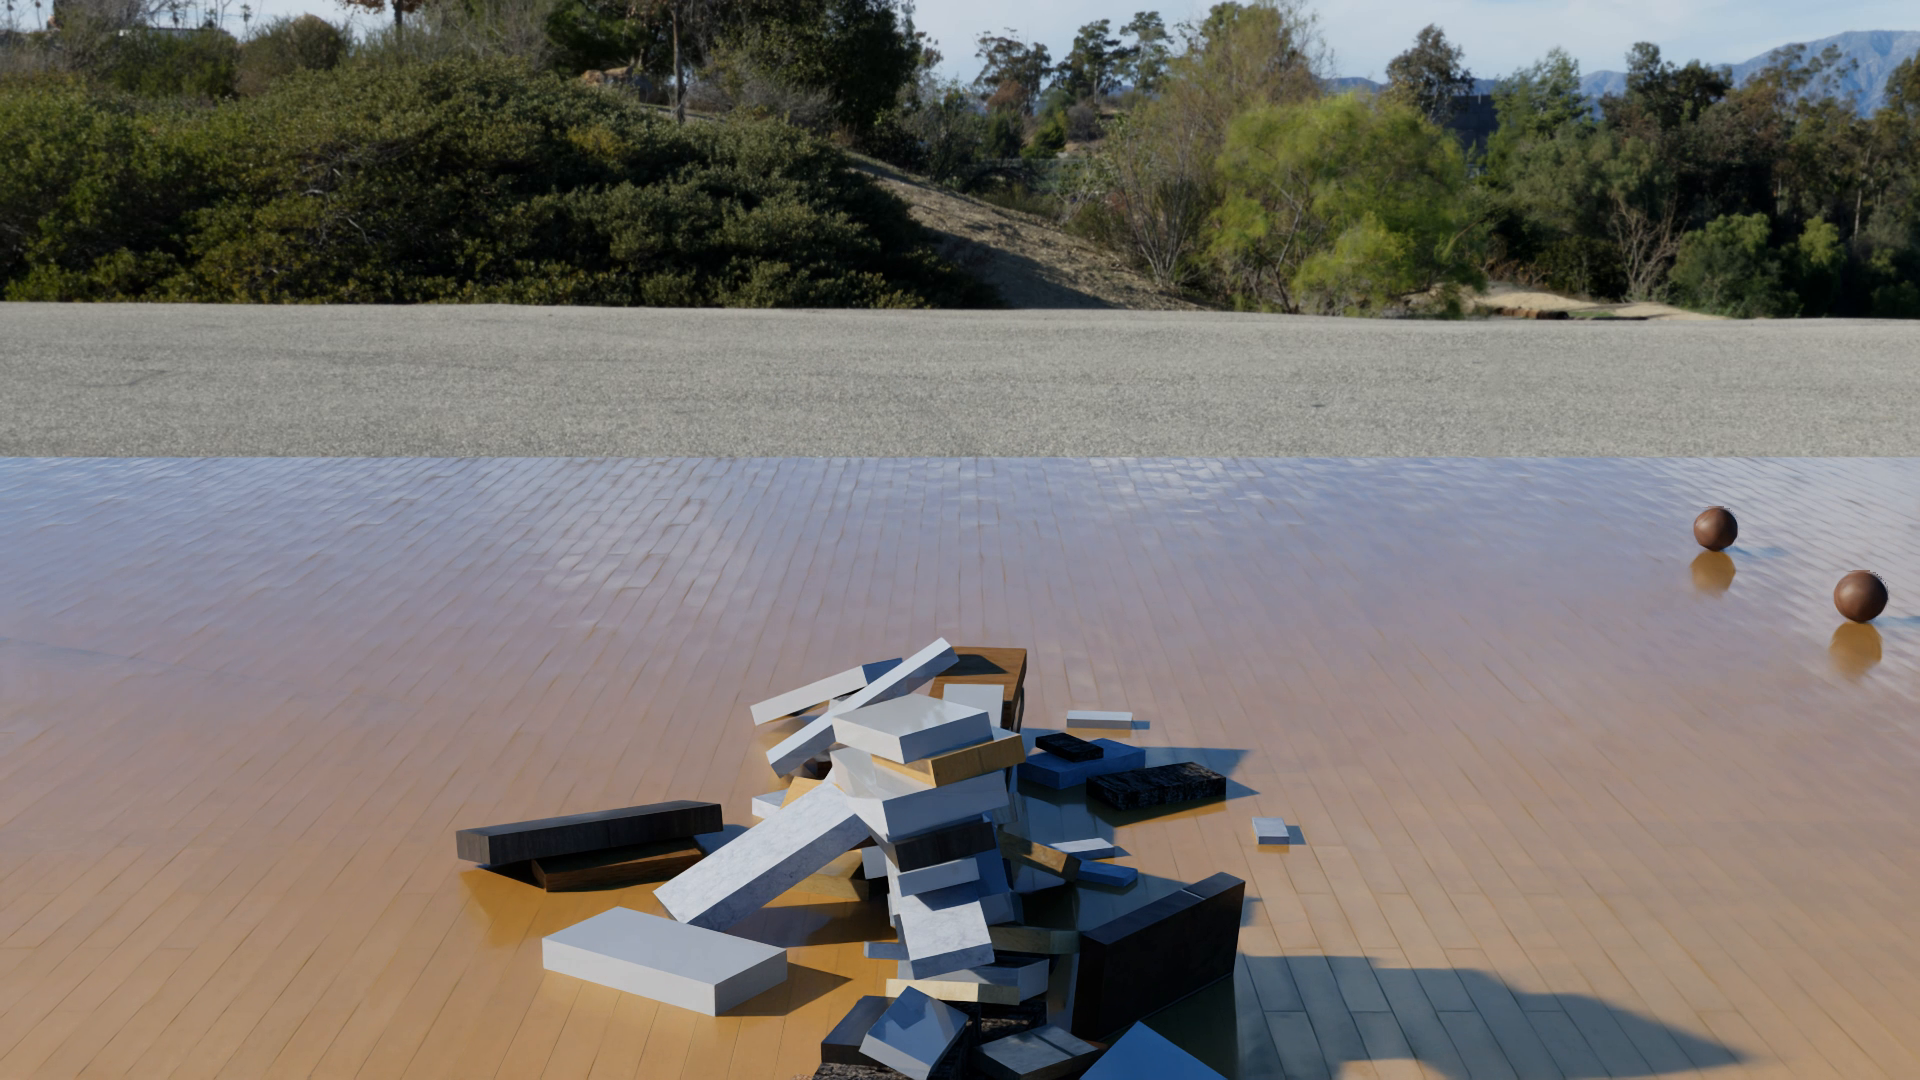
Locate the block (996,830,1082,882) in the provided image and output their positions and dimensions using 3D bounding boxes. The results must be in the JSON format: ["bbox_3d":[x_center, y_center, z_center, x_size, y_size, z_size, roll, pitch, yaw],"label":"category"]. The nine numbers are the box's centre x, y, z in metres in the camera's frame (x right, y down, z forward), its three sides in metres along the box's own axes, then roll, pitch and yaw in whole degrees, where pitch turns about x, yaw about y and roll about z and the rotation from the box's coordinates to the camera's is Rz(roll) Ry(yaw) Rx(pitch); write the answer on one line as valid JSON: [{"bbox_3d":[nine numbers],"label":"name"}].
[{"bbox_3d":[0.118,0.517,3.606,0.135,0.038,0.272,18,-8,11],"label":"block"}]

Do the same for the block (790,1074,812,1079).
[{"bbox_3d":[-0.213,0.732,2.853,0.066,0.019,0.132,5,11,23],"label":"block"}]

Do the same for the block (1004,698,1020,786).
[{"bbox_3d":[0.021,0.388,4.275,0.162,0.046,0.325,1,29,7],"label":"block"}]

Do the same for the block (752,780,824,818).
[{"bbox_3d":[-0.267,0.488,4.129,0.224,0.032,0.112,-10,14,-42],"label":"block"}]

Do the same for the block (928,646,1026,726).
[{"bbox_3d":[0.036,0.286,4.333,0.162,0.046,0.325,1,16,7],"label":"block"}]

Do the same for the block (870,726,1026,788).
[{"bbox_3d":[-0.022,0.283,2.990,0.130,0.037,0.259,-14,7,-20],"label":"block"}]

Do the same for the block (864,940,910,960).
[{"bbox_3d":[-0.060,0.567,3.026,0.140,0.020,0.070,4,-8,-7],"label":"block"}]

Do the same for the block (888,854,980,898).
[{"bbox_3d":[-0.041,0.441,3.050,0.108,0.030,0.215,-12,7,-5],"label":"block"}]

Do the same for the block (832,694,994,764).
[{"bbox_3d":[-0.069,0.255,2.996,0.130,0.037,0.259,-14,7,-22],"label":"block"}]

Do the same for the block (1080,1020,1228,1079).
[{"bbox_3d":[0.233,0.694,2.711,0.153,0.043,0.307,31,14,16],"label":"block"}]

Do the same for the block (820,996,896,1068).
[{"bbox_3d":[-0.105,0.616,2.762,0.087,0.025,0.175,0,8,15],"label":"block"}]

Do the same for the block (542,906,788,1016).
[{"bbox_3d":[-0.446,0.631,3.315,0.338,0.048,0.169,7,13,33],"label":"block"}]

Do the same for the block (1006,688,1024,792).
[{"bbox_3d":[0.037,0.391,4.361,0.152,0.043,0.303,2,29,7],"label":"block"}]

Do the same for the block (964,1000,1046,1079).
[{"bbox_3d":[-0.008,0.678,2.893,0.164,0.046,0.328,1,8,17],"label":"block"}]

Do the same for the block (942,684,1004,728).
[{"bbox_3d":[0.018,0.361,4.090,0.113,0.032,0.226,1,42,6],"label":"block"}]

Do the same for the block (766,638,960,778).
[{"bbox_3d":[-0.194,0.331,4.361,0.421,0.034,0.120,-33,10,-5],"label":"block"}]

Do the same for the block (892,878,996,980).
[{"bbox_3d":[-0.024,0.509,2.952,0.108,0.030,0.215,-12,22,-4],"label":"block"}]

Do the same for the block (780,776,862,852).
[{"bbox_3d":[-0.205,0.495,3.857,0.250,0.125,0.035,6,-32,31],"label":"block"}]

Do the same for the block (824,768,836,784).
[{"bbox_3d":[-0.153,0.481,3.935,0.303,0.125,0.035,14,-24,52],"label":"block"}]

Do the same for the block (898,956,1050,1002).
[{"bbox_3d":[0.023,0.617,3.112,0.164,0.046,0.328,2,-8,10],"label":"block"}]

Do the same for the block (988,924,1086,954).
[{"bbox_3d":[0.057,0.556,3.080,0.215,0.030,0.108,-1,-9,31],"label":"block"}]

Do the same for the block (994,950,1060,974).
[{"bbox_3d":[0.078,0.636,3.364,0.140,0.020,0.070,2,11,13],"label":"block"}]

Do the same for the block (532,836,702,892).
[{"bbox_3d":[-0.589,0.554,3.774,0.270,0.032,0.112,-4,11,-23],"label":"block"}]

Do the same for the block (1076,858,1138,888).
[{"bbox_3d":[0.241,0.567,3.749,0.111,0.016,0.055,6,12,29],"label":"block"}]

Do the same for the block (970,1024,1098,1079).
[{"bbox_3d":[0.096,0.660,2.812,0.081,0.023,0.161,21,14,38],"label":"block"}]

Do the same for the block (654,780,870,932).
[{"bbox_3d":[-0.315,0.517,3.530,0.338,0.048,0.169,-32,21,-15],"label":"block"}]

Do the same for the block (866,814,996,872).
[{"bbox_3d":[-0.046,0.403,3.089,0.135,0.038,0.271,-13,7,-10],"label":"block"}]

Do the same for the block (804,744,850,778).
[{"bbox_3d":[-0.195,0.436,4.413,0.224,0.032,0.112,-4,11,-20],"label":"block"}]

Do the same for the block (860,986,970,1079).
[{"bbox_3d":[-0.054,0.606,2.701,0.087,0.025,0.175,24,14,11],"label":"block"}]

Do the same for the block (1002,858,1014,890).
[{"bbox_3d":[-0.003,0.539,3.495,0.163,0.046,0.326,-7,-8,-1],"label":"block"}]

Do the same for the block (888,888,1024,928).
[{"bbox_3d":[-0.001,0.557,3.300,0.163,0.046,0.326,-8,-15,5],"label":"block"}]

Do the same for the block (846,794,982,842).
[{"bbox_3d":[-0.070,0.366,3.107,0.135,0.038,0.271,-13,7,-13],"label":"block"}]

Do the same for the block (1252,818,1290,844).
[{"bbox_3d":[0.561,0.525,3.974,0.055,0.016,0.111,0,11,1],"label":"block"}]

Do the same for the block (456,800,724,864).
[{"bbox_3d":[-0.645,0.509,3.844,0.427,0.048,0.169,-4,-1,-31],"label":"block"}]

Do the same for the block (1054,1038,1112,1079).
[{"bbox_3d":[0.138,0.705,2.798,0.153,0.043,0.307,7,6,20],"label":"block"}]

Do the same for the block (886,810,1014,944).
[{"bbox_3d":[-0.024,0.460,3.175,0.163,0.046,0.326,-11,22,-1],"label":"block"}]

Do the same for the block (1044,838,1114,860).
[{"bbox_3d":[0.210,0.545,3.866,0.111,0.016,0.055,-4,11,-21],"label":"block"}]

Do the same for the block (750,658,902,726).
[{"bbox_3d":[-0.277,0.320,4.642,0.303,0.043,0.152,-21,-8,31],"label":"block"}]

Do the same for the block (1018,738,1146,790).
[{"bbox_3d":[0.242,0.443,4.368,0.239,0.034,0.120,-9,14,-41],"label":"block"}]

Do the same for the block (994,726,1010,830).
[{"bbox_3d":[-0.001,0.442,4.078,0.162,0.046,0.325,1,28,6],"label":"block"}]

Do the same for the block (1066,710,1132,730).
[{"bbox_3d":[0.299,0.386,4.715,0.138,0.020,0.069,1,11,7],"label":"block"}]

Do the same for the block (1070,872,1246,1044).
[{"bbox_3d":[0.290,0.601,3.180,0.043,0.153,0.346,17,19,38],"label":"block"}]

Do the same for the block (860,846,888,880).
[{"bbox_3d":[-0.067,0.497,3.478,0.164,0.047,0.328,-10,-8,-2],"label":"block"}]

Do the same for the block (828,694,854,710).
[{"bbox_3d":[-0.105,0.377,4.547,0.303,0.043,0.152,13,7,25],"label":"block"}]

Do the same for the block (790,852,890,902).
[{"bbox_3d":[-0.239,0.560,3.733,0.250,0.035,0.125,5,12,24],"label":"block"}]

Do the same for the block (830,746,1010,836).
[{"bbox_3d":[-0.063,0.328,3.046,0.164,0.047,0.392,-13,7,-12],"label":"block"}]

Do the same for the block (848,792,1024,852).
[{"bbox_3d":[-0.079,0.469,3.616,0.328,0.047,0.164,-15,-9,32],"label":"block"}]

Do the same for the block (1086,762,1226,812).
[{"bbox_3d":[0.376,0.471,4.216,0.239,0.034,0.120,-5,12,-26],"label":"block"}]

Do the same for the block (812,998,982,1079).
[{"bbox_3d":[-0.078,0.653,2.744,0.164,0.046,0.328,0,8,9],"label":"block"}]

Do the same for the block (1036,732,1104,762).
[{"bbox_3d":[0.217,0.413,4.381,0.069,0.020,0.138,-7,12,-32],"label":"block"}]

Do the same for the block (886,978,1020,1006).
[{"bbox_3d":[-0.010,0.582,2.834,0.161,0.023,0.081,-8,-17,42],"label":"block"}]
